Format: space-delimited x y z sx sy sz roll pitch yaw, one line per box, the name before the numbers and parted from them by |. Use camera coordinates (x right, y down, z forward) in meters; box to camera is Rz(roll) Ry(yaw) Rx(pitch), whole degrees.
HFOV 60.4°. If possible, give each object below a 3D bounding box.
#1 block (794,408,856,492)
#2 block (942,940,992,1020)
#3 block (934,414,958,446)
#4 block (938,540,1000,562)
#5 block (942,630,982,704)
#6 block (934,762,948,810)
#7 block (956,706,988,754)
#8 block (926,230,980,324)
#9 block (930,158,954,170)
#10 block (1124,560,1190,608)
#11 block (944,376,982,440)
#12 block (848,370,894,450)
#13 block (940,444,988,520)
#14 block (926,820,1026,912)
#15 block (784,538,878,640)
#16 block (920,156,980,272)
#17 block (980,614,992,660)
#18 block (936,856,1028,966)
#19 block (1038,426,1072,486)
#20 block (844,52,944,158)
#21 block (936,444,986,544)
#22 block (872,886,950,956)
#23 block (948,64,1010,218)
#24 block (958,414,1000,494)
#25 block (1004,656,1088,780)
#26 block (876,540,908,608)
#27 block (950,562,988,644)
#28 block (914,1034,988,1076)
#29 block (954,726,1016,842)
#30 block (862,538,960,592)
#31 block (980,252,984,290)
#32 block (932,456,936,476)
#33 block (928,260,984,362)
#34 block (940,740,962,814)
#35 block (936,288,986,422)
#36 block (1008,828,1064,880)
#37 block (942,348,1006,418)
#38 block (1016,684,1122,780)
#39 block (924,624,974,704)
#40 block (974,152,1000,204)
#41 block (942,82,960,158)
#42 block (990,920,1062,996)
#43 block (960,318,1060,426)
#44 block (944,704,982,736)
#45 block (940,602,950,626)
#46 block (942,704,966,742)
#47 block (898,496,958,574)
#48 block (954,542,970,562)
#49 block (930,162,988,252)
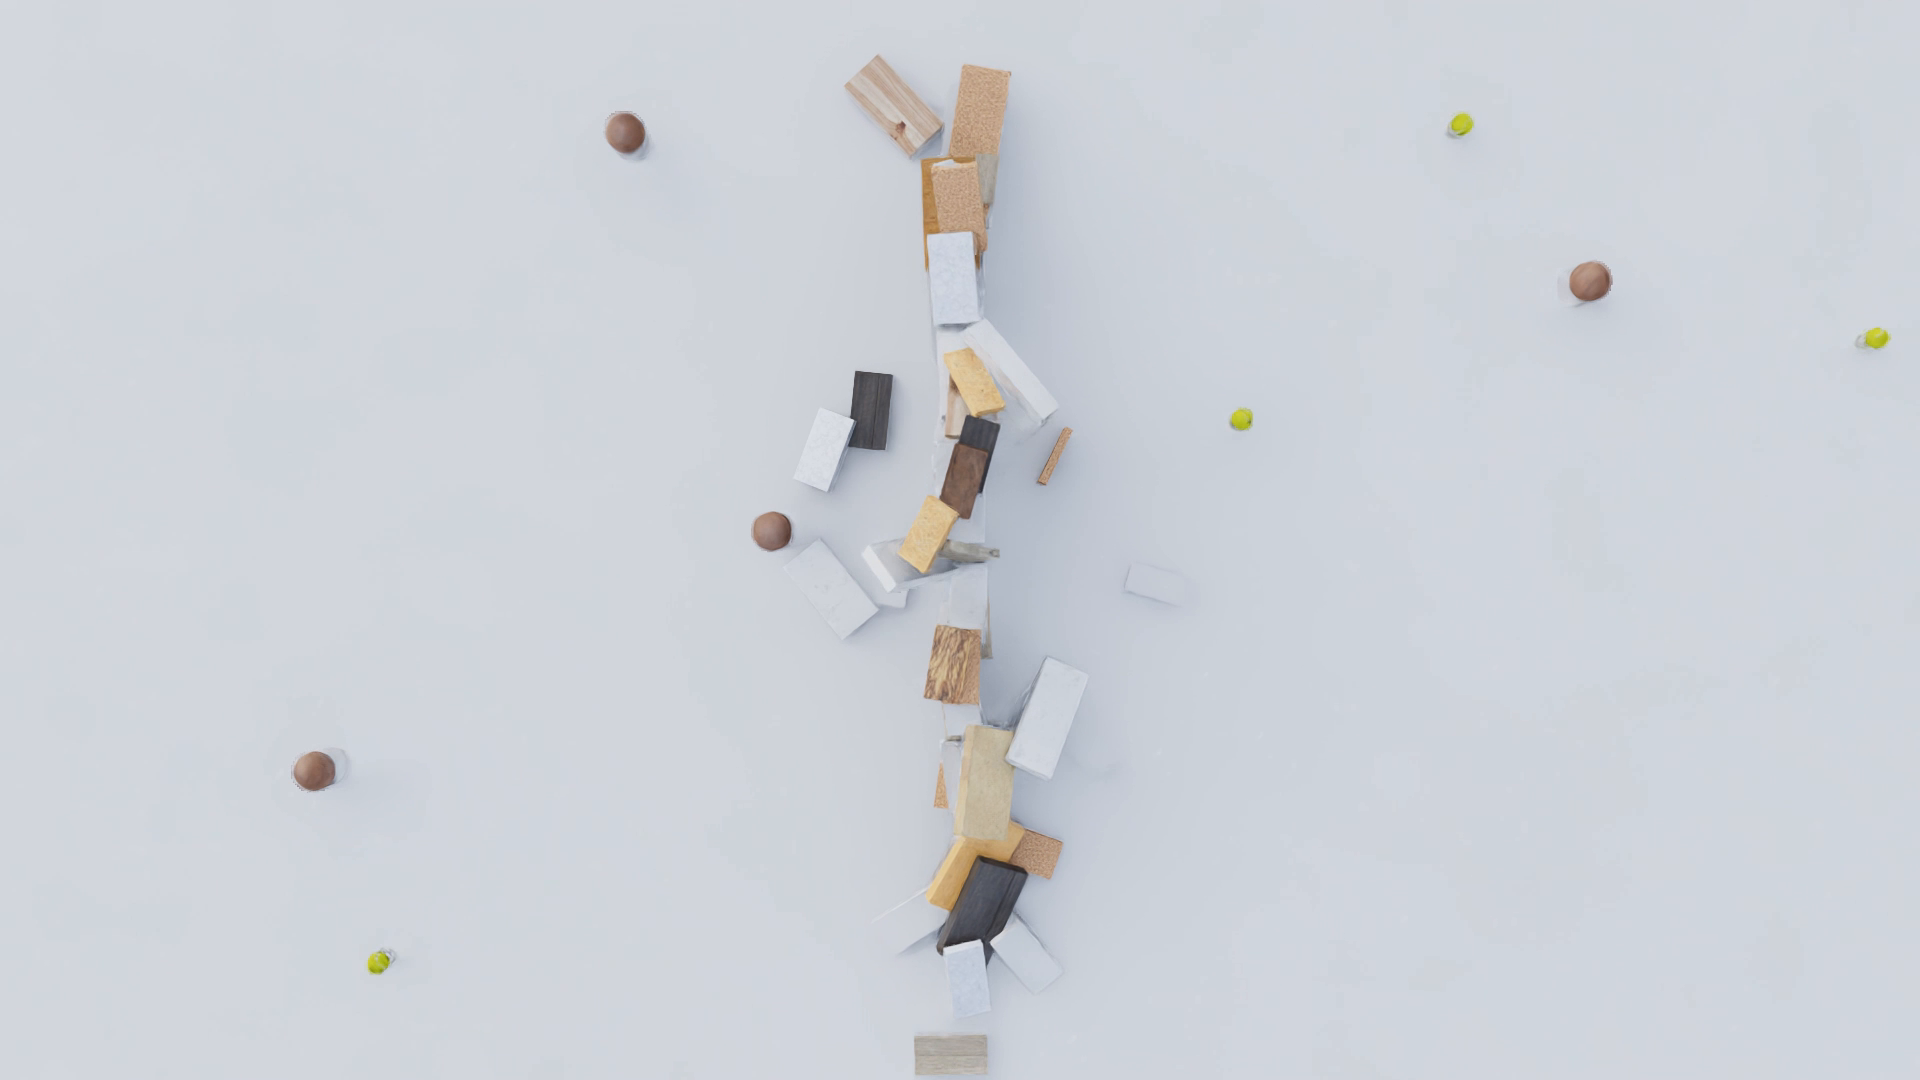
block | -0.447 -0.299 5.462 0.126 0.036 0.253 22 93 12
block | 0.024 1.447 5.428 0.127 0.036 0.254 -11 110 -11
block | -0.015 -0.392 5.254 0.104 0.030 0.209 9 69 4
block | 0.001 0.036 5.219 0.108 0.333 0.031 -8 81 28
block | 0.005 0.409 5.334 0.119 0.034 0.238 2 92 4
block | -0.041 0.818 5.473 0.073 0.021 0.146 8 77 1
block | 0.030 0.611 5.458 0.116 0.033 0.232 -19 79 -4
block | -0.021 -0.834 5.247 0.143 0.040 0.285 -4 107 4
block | -0.039 -1.135 5.275 0.075 0.021 0.150 -16 97 2
block | 0.655 0.146 5.486 0.199 0.028 0.099 17 90 0
block | 0.017 -0.426 5.189 0.112 0.032 0.225 4 72 1
block | -0.298 -0.429 5.482 0.126 0.036 0.253 6 90 0
block | 0.007 -0.180 5.097 0.108 0.031 0.216 16 93 0
block | 0.049 1.062 5.413 0.175 0.050 0.351 26 99 -21
block | -0.428 0.163 5.478 0.155 0.044 0.310 -39 90 0
block | -0.031 -1.051 5.321 0.177 0.050 0.354 -2 97 0
block | 0.048 0.292 5.415 0.103 0.029 0.207 -5 70 0
block | 0.072 1.219 5.415 0.175 0.050 0.351 20 101 -20
block | 0.315 -0.277 5.450 0.028 0.099 0.199 26 90 0
block | -0.218 -1.441 5.477 0.159 0.045 0.319 -43 90 0
block | 0.002 -0.146 5.167 0.155 0.044 0.310 1 90 0
block | -0.153 1.260 5.482 0.254 0.036 0.127 -32 90 0
block | 0.050 -1.309 5.419 0.159 0.045 0.473 9 96 0
block | 0.043 -0.265 5.124 0.112 0.032 0.225 15 93 0
block | 0.285 0.582 5.394 0.155 0.044 0.375 26 66 -7
block | -0.214 0.114 5.486 0.099 0.028 0.209 11 90 0
block | 0.028 0.208 5.383 0.119 0.034 0.264 1 82 5
block | -0.029 1.712 5.483 0.242 0.034 0.121 -1 90 0
block | 0.085 0.785 5.316 0.175 0.050 0.351 14 76 -32
block | -0.154 0.068 5.184 0.155 0.310 0.044 54 126 18
block | -0.017 -0.999 5.418 0.177 0.050 0.354 -3 109 0
block | -0.011 -0.243 5.345 0.155 0.310 0.044 -3 89 0
block | -0.012 -0.771 5.430 0.177 0.050 0.354 -3 105 0
block | 0.007 0.780 5.455 0.116 0.033 0.232 -7 77 -3
block | -0.001 -0.598 5.295 0.143 0.040 0.451 -3 69 -1
block | 0.202 1.024 5.482 0.254 0.036 0.127 20 90 0
block | 0.044 -0.495 5.152 0.113 0.032 0.225 -15 70 -35
block | 0.361 0.624 5.483 0.374 0.034 0.121 44 90 0
block | -0.038 0.400 5.303 0.119 0.034 0.238 10 92 4
block | 0.080 -1.157 5.274 0.075 0.021 0.150 6 97 -5
block | 0.026 -1.346 5.477 0.159 0.045 0.319 5 90 0
block | 0.220 1.377 5.448 0.121 0.034 0.242 -39 107 0
block | 0.160 -0.535 5.226 0.372 0.126 0.036 50 127 0
block | 0.003 0.517 5.373 0.115 0.033 0.230 -7 91 2
block | -0.016 0.308 5.443 0.104 0.029 0.207 1 70 2
block | -0.001 0.543 5.436 0.115 0.033 0.230 -6 75 0
block | -0.098 -0.017 5.044 0.108 0.031 0.216 37 113 20
block | -0.003 0.029 5.397 0.104 0.207 0.029 -1 71 0
block | 0.000 -1.044 5.204 0.143 0.040 0.285 -4 124 8
